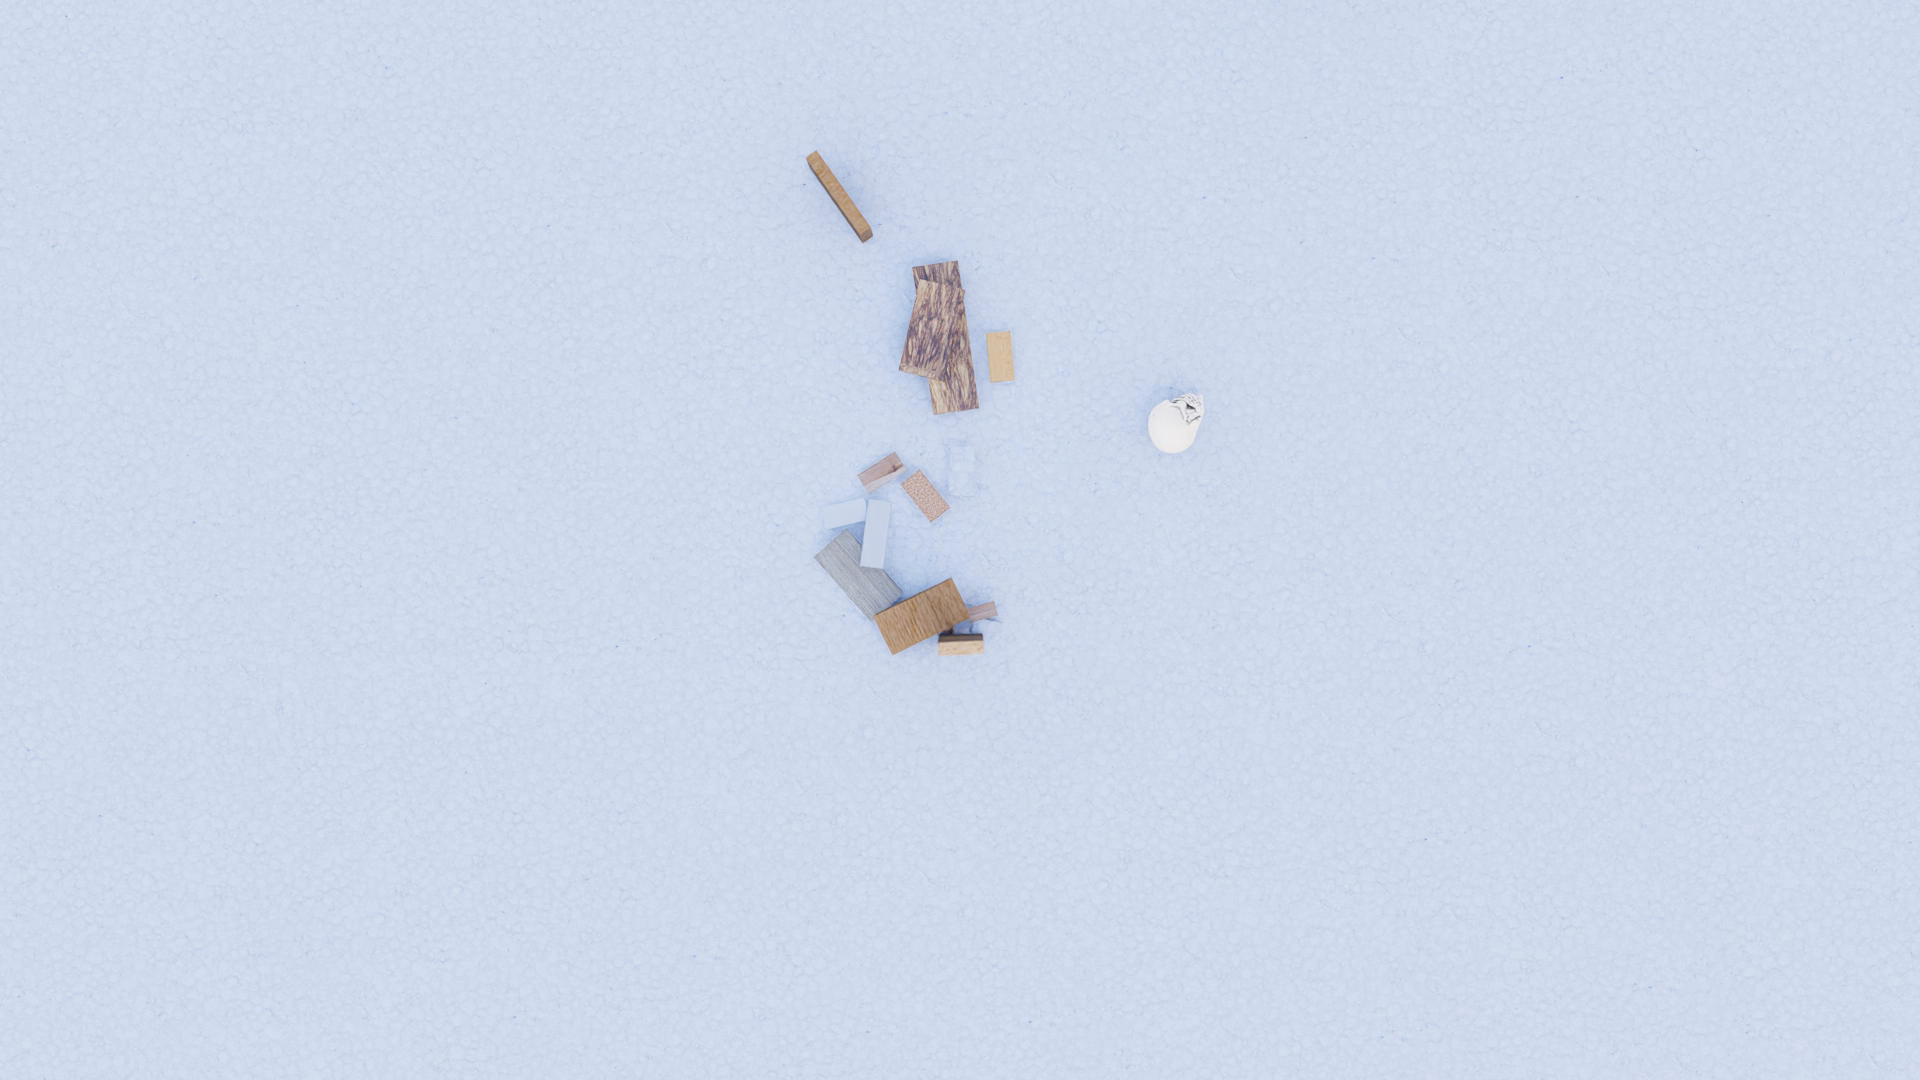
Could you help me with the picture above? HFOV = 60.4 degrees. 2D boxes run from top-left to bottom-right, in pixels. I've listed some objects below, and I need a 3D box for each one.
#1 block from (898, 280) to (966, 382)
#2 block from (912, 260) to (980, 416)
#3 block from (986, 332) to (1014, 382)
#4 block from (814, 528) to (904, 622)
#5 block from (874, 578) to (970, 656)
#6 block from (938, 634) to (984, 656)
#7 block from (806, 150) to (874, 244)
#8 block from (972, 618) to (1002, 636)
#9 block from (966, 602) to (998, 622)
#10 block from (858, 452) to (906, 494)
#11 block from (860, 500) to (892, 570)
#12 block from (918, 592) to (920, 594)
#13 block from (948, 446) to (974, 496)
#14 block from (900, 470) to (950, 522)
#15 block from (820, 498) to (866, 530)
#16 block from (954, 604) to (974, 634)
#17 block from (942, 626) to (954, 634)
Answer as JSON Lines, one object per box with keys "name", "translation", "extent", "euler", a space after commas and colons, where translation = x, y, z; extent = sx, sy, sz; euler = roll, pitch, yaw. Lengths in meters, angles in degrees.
{"name": "block", "translation": [-0.092, -0.689, 5.435], "extent": [0.153, 0.043, 0.307], "euler": [13, 90, 0]}
{"name": "block", "translation": [-0.047, -0.670, 5.478], "extent": [0.153, 0.043, 0.493], "euler": [-8, 90, 0]}
{"name": "block", "translation": [0.134, -0.609, 5.488], "extent": [0.081, 0.023, 0.163], "euler": [-6, 90, 0]}
{"name": "block", "translation": [-0.336, 0.117, 5.480], "extent": [0.144, 0.041, 0.287], "euler": [-42, 90, 0]}
{"name": "block", "translation": [-0.125, 0.252, 5.445], "extent": [0.287, 0.041, 0.144], "euler": [-26, 93, -1]}
{"name": "block", "translation": [0.003, 0.335, 5.302], "extent": [0.144, 0.396, 0.041], "euler": [-2, 90, 0]}
{"name": "block", "translation": [-0.395, -1.127, 5.423], "extent": [0.043, 0.153, 0.307], "euler": [-35, 90, 0]}
{"name": "block", "translation": [0.090, 0.290, 5.493], "extent": [0.097, 0.014, 0.049], "euler": [12, 90, 0]}
{"name": "block", "translation": [0.073, 0.239, 5.479], "extent": [0.097, 0.014, 0.049], "euler": [-16, 90, 0]}
{"name": "block", "translation": [-0.259, -0.223, 5.489], "extent": [0.148, 0.021, 0.074], "euler": [-32, 90, 0]}
{"name": "block", "translation": [-0.280, -0.019, 5.462], "extent": [0.074, 0.021, 0.224], "euler": [9, 79, -12]}
{"name": "block", "translation": [-0.138, 0.225, 5.486], "extent": [0.048, 0.014, 0.095], "euler": [30, 91, 16]}
{"name": "block", "translation": [0.006, -0.228, 5.488], "extent": [0.081, 0.023, 0.163], "euler": [2, 90, 0]}
{"name": "block", "translation": [-0.116, -0.146, 5.488], "extent": [0.081, 0.023, 0.163], "euler": [-38, 90, 0]}
{"name": "block", "translation": [-0.382, -0.088, 5.489], "extent": [0.149, 0.021, 0.074], "euler": [-13, 90, 0]}
{"name": "block", "translation": [0.013, 0.261, 5.493], "extent": [0.049, 0.014, 0.097], "euler": [9, 90, 0]}
{"name": "block", "translation": [-0.037, 0.263, 5.493], "extent": [0.048, 0.014, 0.095], "euler": [7, 90, 0]}
